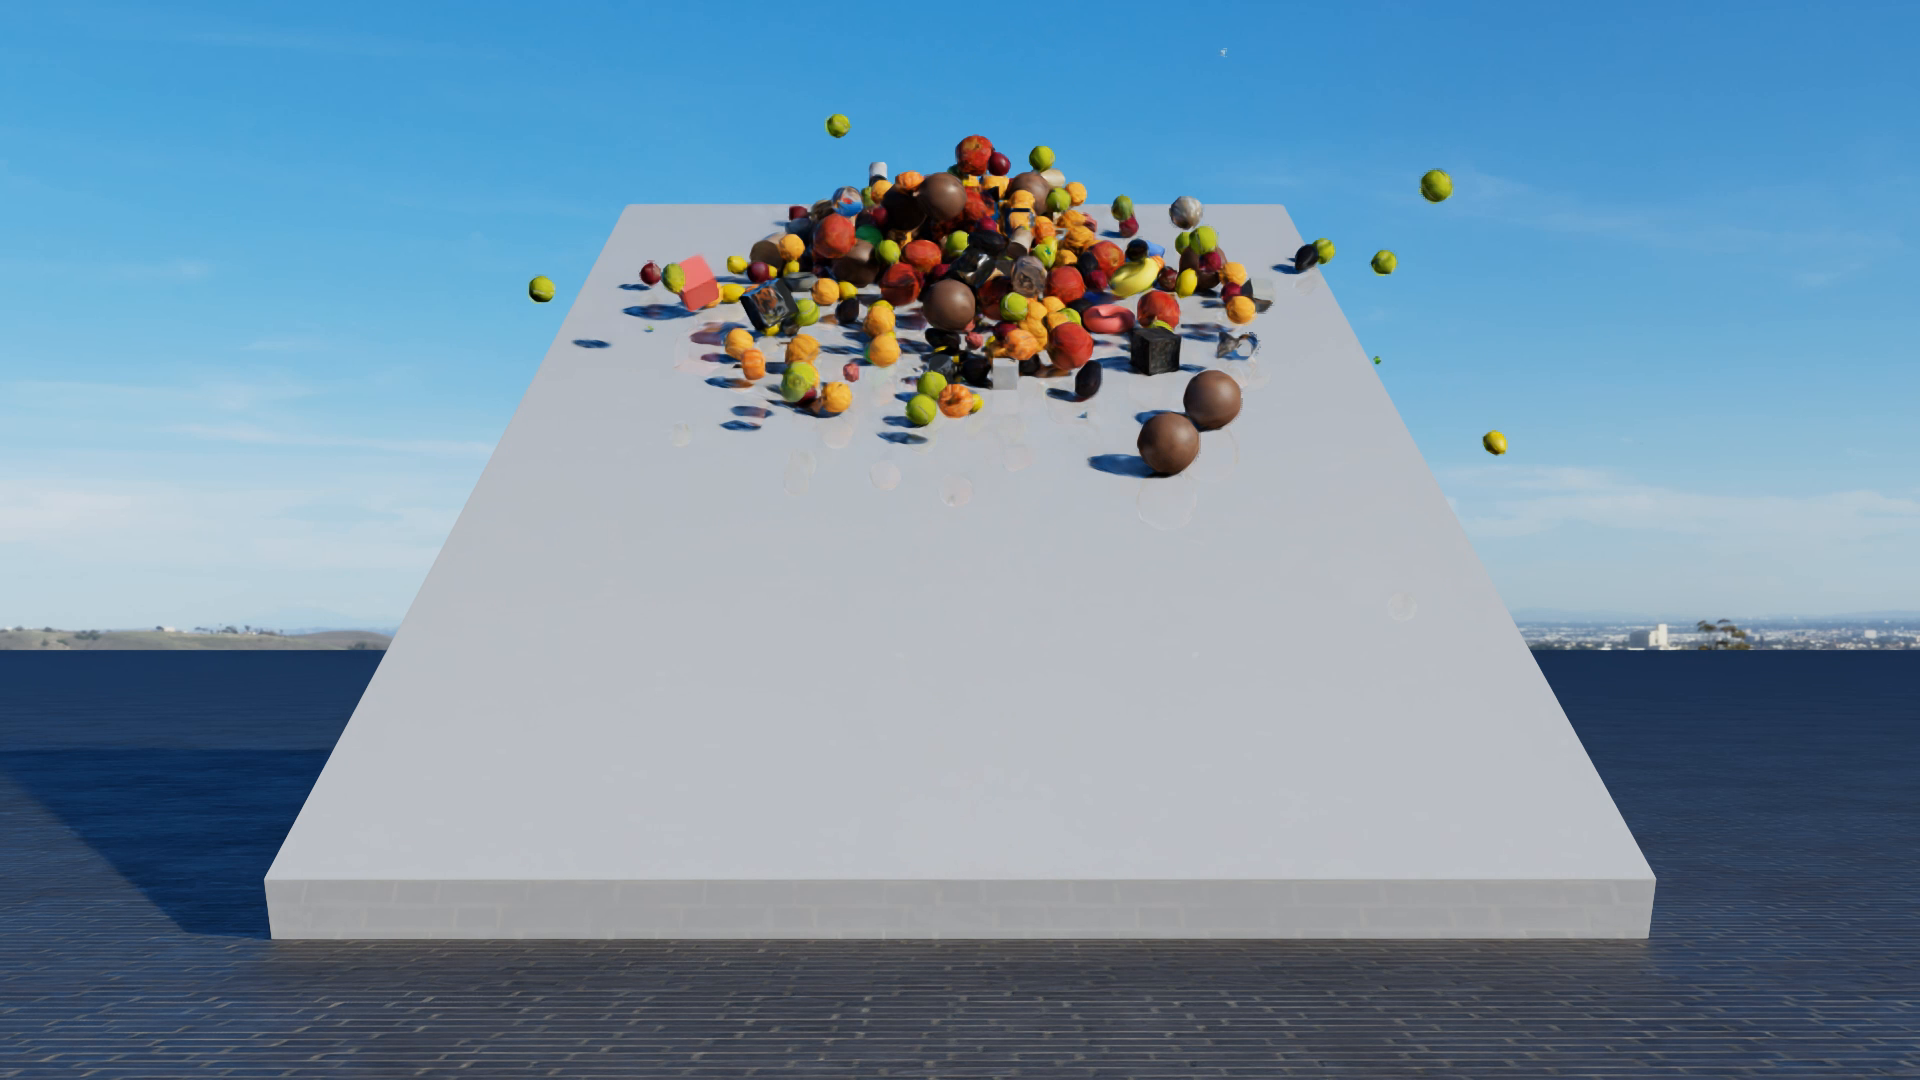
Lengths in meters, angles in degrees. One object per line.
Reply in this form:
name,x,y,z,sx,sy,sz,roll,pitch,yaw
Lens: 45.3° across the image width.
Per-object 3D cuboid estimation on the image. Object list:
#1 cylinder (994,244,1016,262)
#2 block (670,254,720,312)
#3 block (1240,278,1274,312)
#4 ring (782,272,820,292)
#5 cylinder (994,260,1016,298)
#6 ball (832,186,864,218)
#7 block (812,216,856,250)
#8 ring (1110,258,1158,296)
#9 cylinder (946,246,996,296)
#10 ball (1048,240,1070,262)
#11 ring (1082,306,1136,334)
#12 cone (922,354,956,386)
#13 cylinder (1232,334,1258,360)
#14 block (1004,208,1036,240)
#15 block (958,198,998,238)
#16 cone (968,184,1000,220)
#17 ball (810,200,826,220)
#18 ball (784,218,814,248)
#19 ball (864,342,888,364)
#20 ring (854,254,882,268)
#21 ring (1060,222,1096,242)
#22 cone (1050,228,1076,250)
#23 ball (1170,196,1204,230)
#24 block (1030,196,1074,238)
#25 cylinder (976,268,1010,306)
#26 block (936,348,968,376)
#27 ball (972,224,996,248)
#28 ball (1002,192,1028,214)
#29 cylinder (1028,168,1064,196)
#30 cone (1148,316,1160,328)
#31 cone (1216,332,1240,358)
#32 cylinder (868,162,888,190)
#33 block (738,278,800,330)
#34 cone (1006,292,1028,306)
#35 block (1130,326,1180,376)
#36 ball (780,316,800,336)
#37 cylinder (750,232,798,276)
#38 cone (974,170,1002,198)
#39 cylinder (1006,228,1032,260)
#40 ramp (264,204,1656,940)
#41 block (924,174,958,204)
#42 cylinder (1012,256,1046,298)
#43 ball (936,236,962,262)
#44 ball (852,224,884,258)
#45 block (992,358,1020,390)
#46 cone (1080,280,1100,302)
cylinder,0.141,-0.767,6.283,0.072,0.072,0.072,9,1,21
block,-0.675,-0.654,5.854,0.088,0.088,0.088,-27,-27,-12
block,0.741,-0.610,5.725,0.060,0.060,0.060,6,-23,-18
ring,-0.428,-0.689,6.140,0.104,0.035,0.104,-1,23,0
cylinder,0.141,-0.686,6.047,0.099,0.099,0.099,-2,-3,8
ball,-0.313,-0.939,6.379,0.088,0.088,0.088,0,-3,0
block,-0.355,-0.887,6.513,0.092,0.092,0.092,6,43,13
ring,0.450,-0.681,5.951,0.137,0.046,0.137,-26,29,15
cylinder,0.026,-0.670,5.720,0.090,0.090,0.090,30,-29,18
ball,0.275,-0.802,6.383,0.062,0.062,0.062,0,-3,0
ring,0.376,-0.556,5.804,0.135,0.045,0.135,1,25,0
cone,-0.065,-0.391,5.407,0.080,0.080,0.080,2,-10,-37
cylinder,0.690,-0.467,5.574,0.054,0.054,0.054,-1,19,25
block,0.161,-0.850,6.186,0.067,0.067,0.067,2,-6,15
block,0.051,-0.934,6.660,0.095,0.095,0.095,-5,23,-13
cone,0.088,-0.952,6.370,0.095,0.095,0.095,2,-36,-30
ball,-0.396,-0.954,6.721,0.085,0.085,0.085,0,-3,0
ball,-0.452,-0.868,6.507,0.088,0.088,0.088,0,-3,0
ball,-0.202,-0.447,5.522,0.054,0.054,0.054,0,-3,0
ring,-0.255,-0.774,6.361,0.077,0.026,0.077,-1,22,0
ring,0.338,-0.887,6.627,0.109,0.036,0.109,0,24,0
cone,0.282,-0.842,6.504,0.074,0.074,0.074,0,1,-9
ball,0.621,-0.898,6.304,0.092,0.092,0.092,0,-3,0
block,0.262,-0.939,6.669,0.090,0.090,0.090,22,30,34
cylinder,0.069,-0.654,5.841,0.087,0.087,0.087,3,32,-51
block,-0.020,-0.421,5.459,0.053,0.053,0.053,17,28,36
ball,0.066,-0.822,6.221,0.062,0.062,0.062,0,-3,0
ball,0.159,-0.964,6.622,0.078,0.078,0.078,0,-3,0
cylinder,0.252,-1.044,6.696,0.076,0.076,0.076,-1,-2,-27
cone,0.482,-0.521,5.678,0.074,0.074,0.074,0,22,0
cone,0.623,-0.451,5.439,0.059,0.059,0.059,33,-11,7
cylinder,-0.238,-1.059,6.680,0.057,0.057,0.057,0,-39,0
block,-0.468,-0.578,5.633,0.091,0.091,0.091,-32,15,-21
cone,0.139,-0.628,6.005,0.054,0.054,0.054,-17,-13,42
block,0.466,-0.451,5.488,0.085,0.085,0.085,-11,28,-24
ball,-0.424,-0.536,5.742,0.050,0.050,0.050,0,-3,0
cylinder,-0.508,-0.782,6.280,0.099,0.099,0.099,-1,21,21
cone,0.075,-1.042,6.719,0.091,0.091,0.091,-7,-7,-1
cylinder,0.158,-0.784,6.096,0.058,0.058,0.058,10,-41,9
ramp,-0.007,-0.222,5.173,2.000,0.100,4.000,0,22,0
block,-0.056,-0.999,6.548,0.073,0.073,0.073,-2,19,-19
cylinder,0.169,-0.652,5.693,0.084,0.084,0.084,0,26,0
ball,-0.030,-0.788,6.216,0.069,0.069,0.069,0,-3,0
ball,-0.250,-0.809,6.220,0.089,0.089,0.089,0,-3,0
block,0.107,-0.386,5.365,0.059,0.059,0.059,2,22,4
cone,0.332,-0.647,6.052,0.057,0.057,0.057,1,-7,-21
